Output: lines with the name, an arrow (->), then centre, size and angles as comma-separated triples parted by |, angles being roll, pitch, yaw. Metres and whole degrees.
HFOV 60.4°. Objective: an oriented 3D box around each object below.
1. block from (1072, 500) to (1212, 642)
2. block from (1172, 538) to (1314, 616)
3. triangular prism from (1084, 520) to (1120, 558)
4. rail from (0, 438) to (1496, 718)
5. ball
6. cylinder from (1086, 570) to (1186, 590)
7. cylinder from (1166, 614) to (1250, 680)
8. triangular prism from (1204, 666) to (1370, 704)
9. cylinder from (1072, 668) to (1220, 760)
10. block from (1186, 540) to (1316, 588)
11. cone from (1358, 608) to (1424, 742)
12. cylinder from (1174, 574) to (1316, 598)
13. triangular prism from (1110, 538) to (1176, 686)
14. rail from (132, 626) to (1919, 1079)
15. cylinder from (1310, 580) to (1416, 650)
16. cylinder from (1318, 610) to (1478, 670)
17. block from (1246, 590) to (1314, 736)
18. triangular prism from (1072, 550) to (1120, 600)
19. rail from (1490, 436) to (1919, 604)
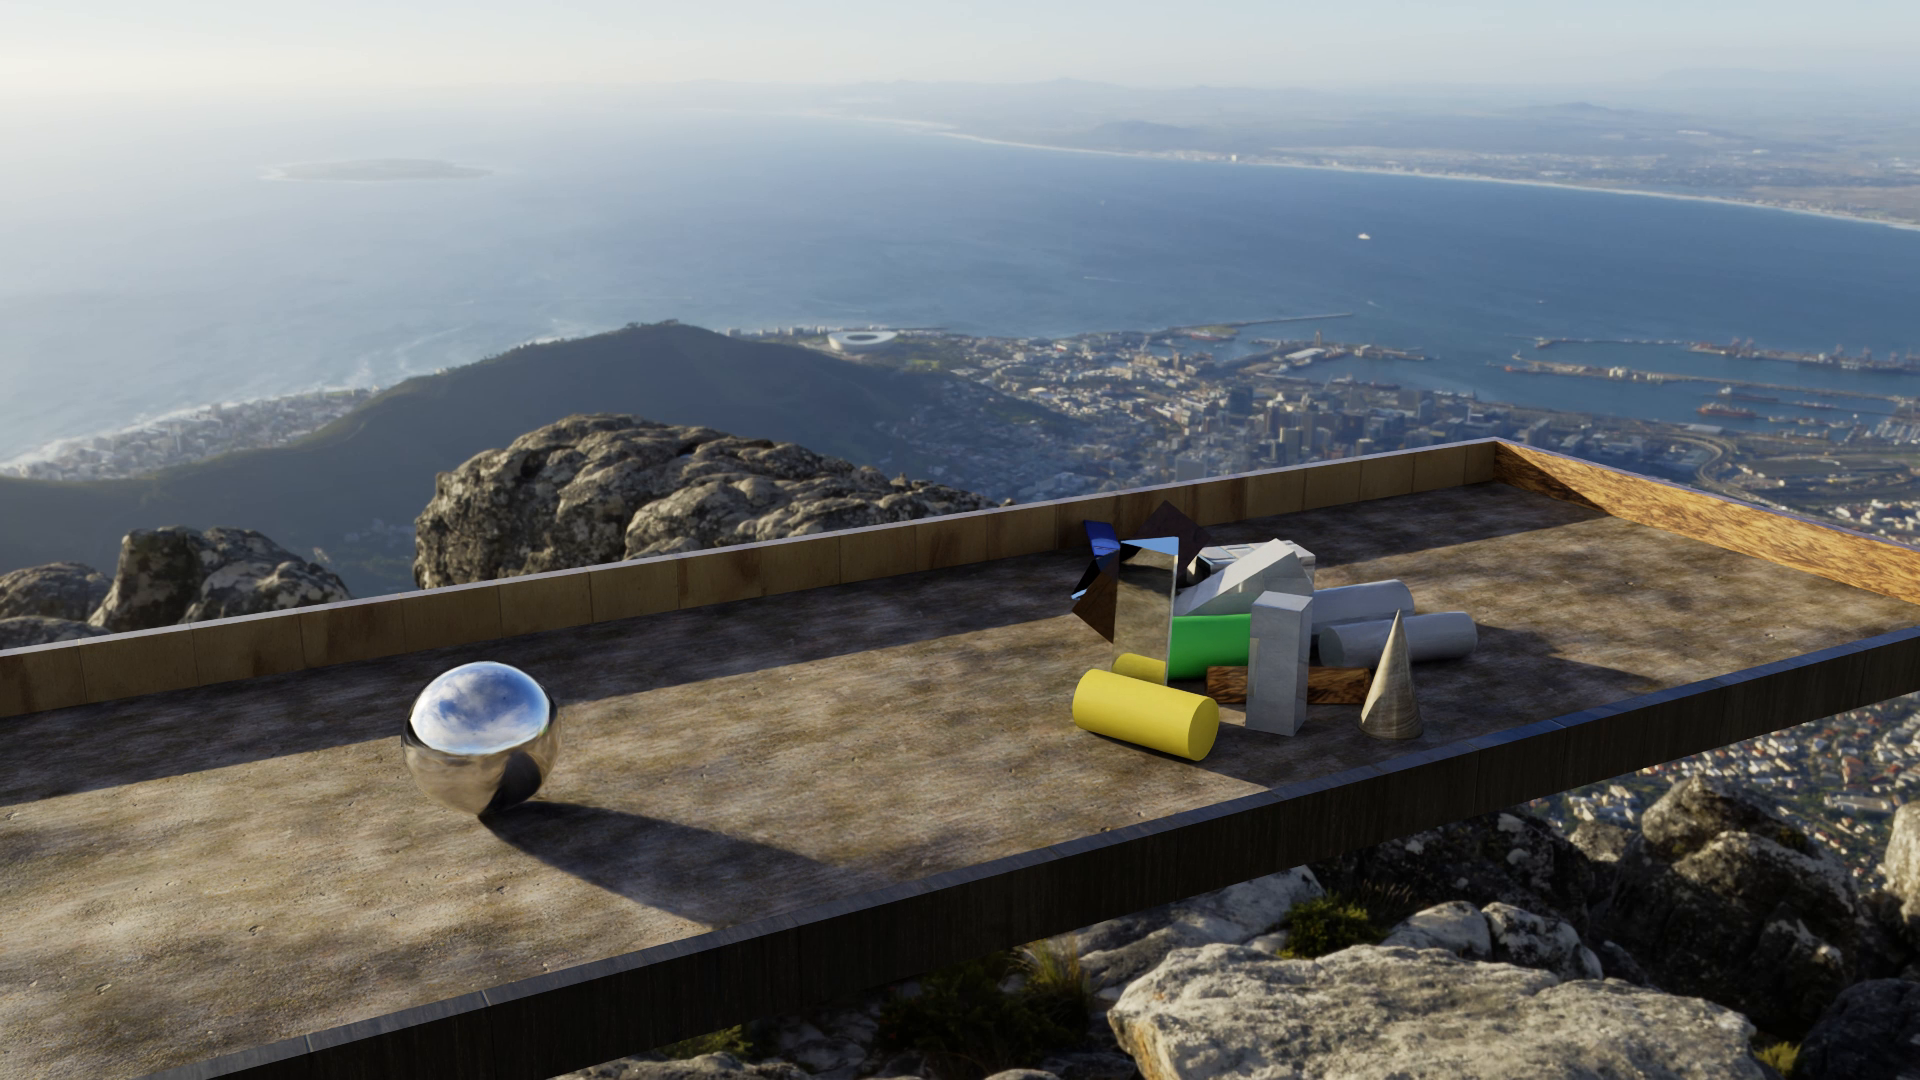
block -> 0.499, 0.089, 4.482 | 0.166, 0.166, 0.449 | 39, 39, 7
block -> 0.714, 0.158, 4.300 | 0.372, 0.129, 0.129 | -30, 18, -2
triangular prism -> 0.429, 0.014, 5.095 | 0.079, 0.091, 0.385 | 36, 12, -11
rail -> -3.305, 0.497, 3.399 | 12.000, 0.150, 0.050 | -9, 18, -27
ball -> -0.984, 0.408, 3.409 | 0.314, 0.314, 0.314 | 0, 16, 0
cylinder -> 0.525, 0.127, 4.709 | 0.122, 0.122, 0.417 | 13, 21, 37
cylinder -> 0.626, 0.269, 4.156 | 0.373, 0.159, 0.159 | -2, 17, -7
triangular prism -> 0.800, 0.346, 4.028 | 0.394, 0.079, 0.091 | 0, 16, 1
cylinder -> 0.422, 0.396, 3.753 | 0.301, 0.144, 0.144 | 12, 20, 35
block -> 0.825, 0.111, 4.696 | 0.320, 0.159, 0.159 | -5, 17, -15
cone -> 1.006, 0.296, 3.814 | 0.151, 0.302, 0.151 | 0, 16, 0
cylinder -> 0.764, 0.178, 4.505 | 0.408, 0.139, 0.139 | -7, 18, -23
triangular prism -> 0.457, 0.213, 3.859 | 0.149, 0.432, 0.129 | 15, 20, 35
rail -> -2.336, 1.006, 1.665 | 12.000, 0.150, 0.050 | -9, 18, -27
cylinder -> 1.025, 0.201, 4.395 | 0.335, 0.156, 0.156 | -7, 18, -21
cylinder -> 1.127, 0.263, 4.246 | 0.396, 0.120, 0.120 | -6, 17, -19
block -> 0.743, 0.287, 3.839 | 0.114, 0.305, 0.114 | 8, 18, 25
triangular prism -> 0.516, 0.070, 4.874 | 0.149, 0.129, 0.430 | 13, 21, 37
rail -> 2.466, -0.048, 5.253 | 0.050, 0.150, 2.100 | -9, 18, -27
